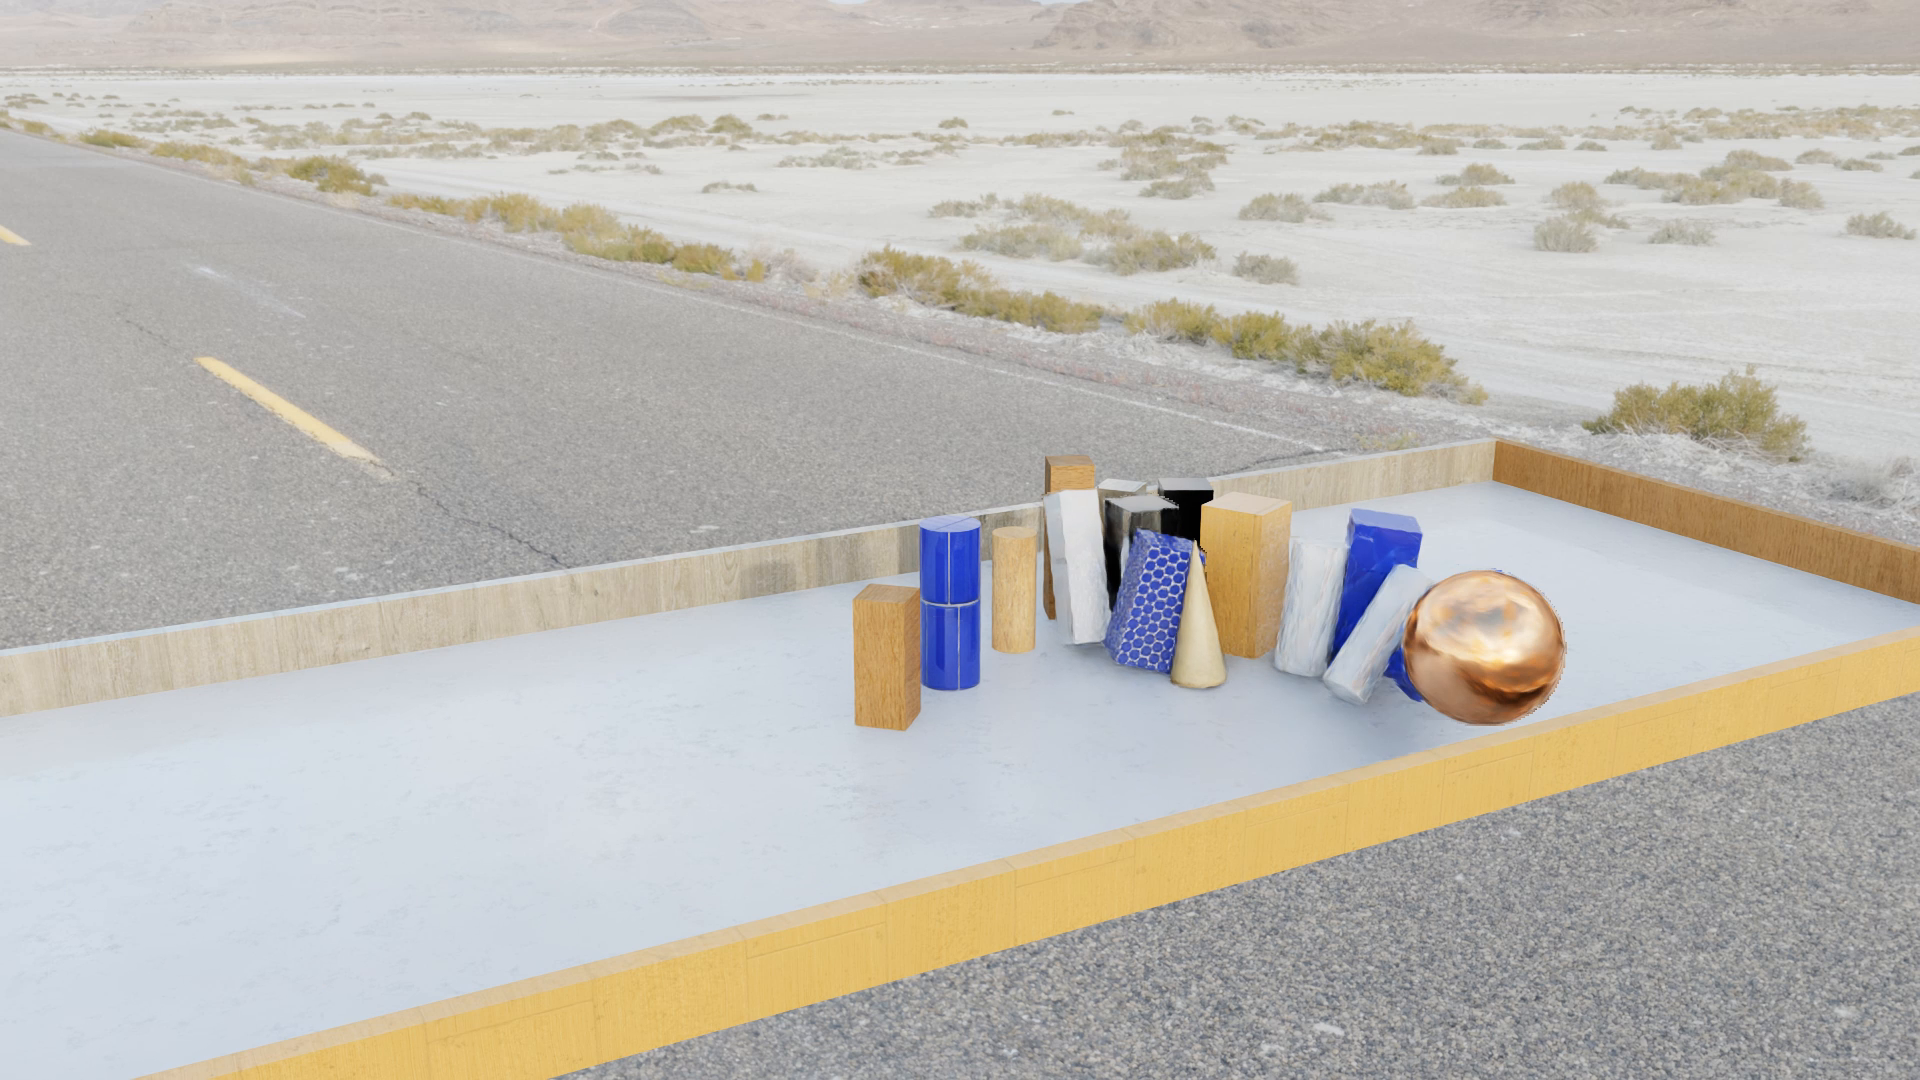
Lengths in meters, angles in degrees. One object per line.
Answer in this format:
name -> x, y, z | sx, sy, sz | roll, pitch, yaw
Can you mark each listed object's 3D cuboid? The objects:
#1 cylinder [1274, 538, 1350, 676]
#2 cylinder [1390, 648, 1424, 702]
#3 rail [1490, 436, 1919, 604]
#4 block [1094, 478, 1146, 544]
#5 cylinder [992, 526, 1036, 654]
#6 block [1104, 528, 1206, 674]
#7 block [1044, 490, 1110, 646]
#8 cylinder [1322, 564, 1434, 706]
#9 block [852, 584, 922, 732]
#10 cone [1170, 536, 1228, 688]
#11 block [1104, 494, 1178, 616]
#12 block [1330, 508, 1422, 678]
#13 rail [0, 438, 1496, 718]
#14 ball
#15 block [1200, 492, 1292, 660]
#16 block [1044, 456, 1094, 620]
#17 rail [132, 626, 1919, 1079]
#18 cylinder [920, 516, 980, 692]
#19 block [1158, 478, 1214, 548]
cylinder -> 0.887, 0.168, 4.167 | 0.139, 0.328, 0.139 | 7, 9, -1
cylinder -> 1.199, 0.261, 3.953 | 0.315, 0.132, 0.132 | -24, 24, -18
rail -> 2.466, -0.048, 5.253 | 0.050, 0.150, 2.100 | -9, 18, -27
block -> 0.471, -0.015, 4.870 | 0.121, 0.303, 0.121 | 7, 18, 22
cylinder -> 0.142, 0.131, 4.350 | 0.117, 0.314, 0.117 | 0, 16, 0
block -> 0.495, 0.155, 4.212 | 0.150, 0.319, 0.150 | 12, 14, -10
block -> 0.313, 0.073, 4.370 | 0.108, 0.400, 0.108 | -4, -5, -19
cylinder -> 1.016, 0.229, 3.998 | 0.117, 0.342, 0.117 | 34, -12, 8
block -> -0.170, 0.274, 3.870 | 0.124, 0.312, 0.124 | 4, 17, 15
cone -> 0.590, 0.169, 4.106 | 0.144, 0.368, 0.144 | -3, 13, 1
block -> 0.473, 0.090, 4.360 | 0.141, 0.387, 0.141 | -6, 17, -22
block -> 1.049, 0.133, 4.193 | 0.163, 0.382, 0.163 | 8, 16, 7
rail -> -3.305, 0.497, 3.399 | 12.000, 0.150, 0.050 | -9, 18, -27
ball -> 1.163, 0.239, 3.675 | 0.345, 0.345, 0.345 | 0, 16, 0
block -> 0.748, 0.091, 4.353 | 0.173, 0.390, 0.173 | 12, 20, 35
block -> 0.302, -0.008, 4.601 | 0.120, 0.440, 0.120 | -1, 16, -4
rail -> -2.336, 1.006, 1.665 | 12.000, 0.150, 0.050 | -9, 18, -27
cylinder -> -0.024, 0.157, 4.093 | 0.152, 0.410, 0.152 | 0, 16, 0
block -> 0.617, 0.031, 4.565 | 0.134, 0.385, 0.134 | 0, 16, -1
